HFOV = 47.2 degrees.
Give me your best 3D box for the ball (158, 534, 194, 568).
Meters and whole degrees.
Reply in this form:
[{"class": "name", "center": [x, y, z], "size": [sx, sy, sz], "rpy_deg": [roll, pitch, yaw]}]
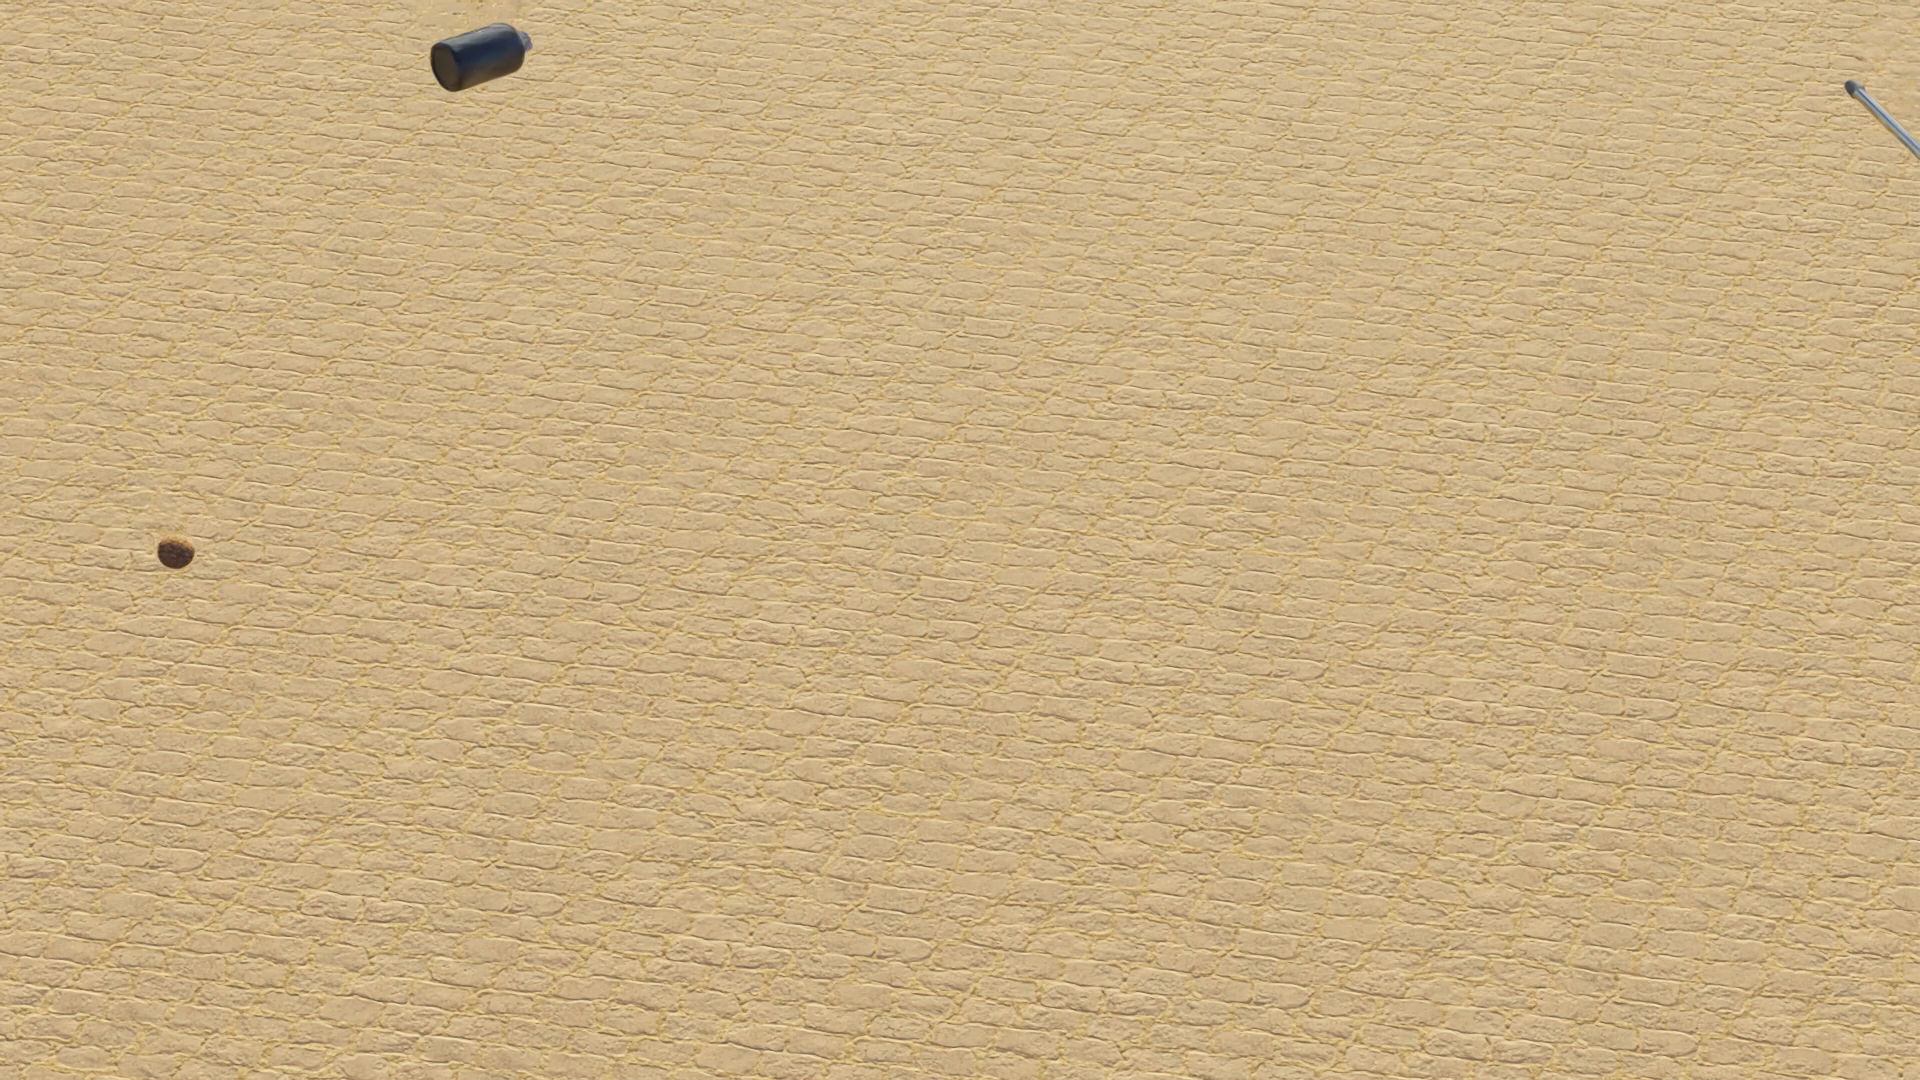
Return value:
[{"class": "ball", "center": [-1.439, 0.021, 4.036], "size": [0.065, 0.065, 0.065], "rpy_deg": [0, 56, 0]}]
